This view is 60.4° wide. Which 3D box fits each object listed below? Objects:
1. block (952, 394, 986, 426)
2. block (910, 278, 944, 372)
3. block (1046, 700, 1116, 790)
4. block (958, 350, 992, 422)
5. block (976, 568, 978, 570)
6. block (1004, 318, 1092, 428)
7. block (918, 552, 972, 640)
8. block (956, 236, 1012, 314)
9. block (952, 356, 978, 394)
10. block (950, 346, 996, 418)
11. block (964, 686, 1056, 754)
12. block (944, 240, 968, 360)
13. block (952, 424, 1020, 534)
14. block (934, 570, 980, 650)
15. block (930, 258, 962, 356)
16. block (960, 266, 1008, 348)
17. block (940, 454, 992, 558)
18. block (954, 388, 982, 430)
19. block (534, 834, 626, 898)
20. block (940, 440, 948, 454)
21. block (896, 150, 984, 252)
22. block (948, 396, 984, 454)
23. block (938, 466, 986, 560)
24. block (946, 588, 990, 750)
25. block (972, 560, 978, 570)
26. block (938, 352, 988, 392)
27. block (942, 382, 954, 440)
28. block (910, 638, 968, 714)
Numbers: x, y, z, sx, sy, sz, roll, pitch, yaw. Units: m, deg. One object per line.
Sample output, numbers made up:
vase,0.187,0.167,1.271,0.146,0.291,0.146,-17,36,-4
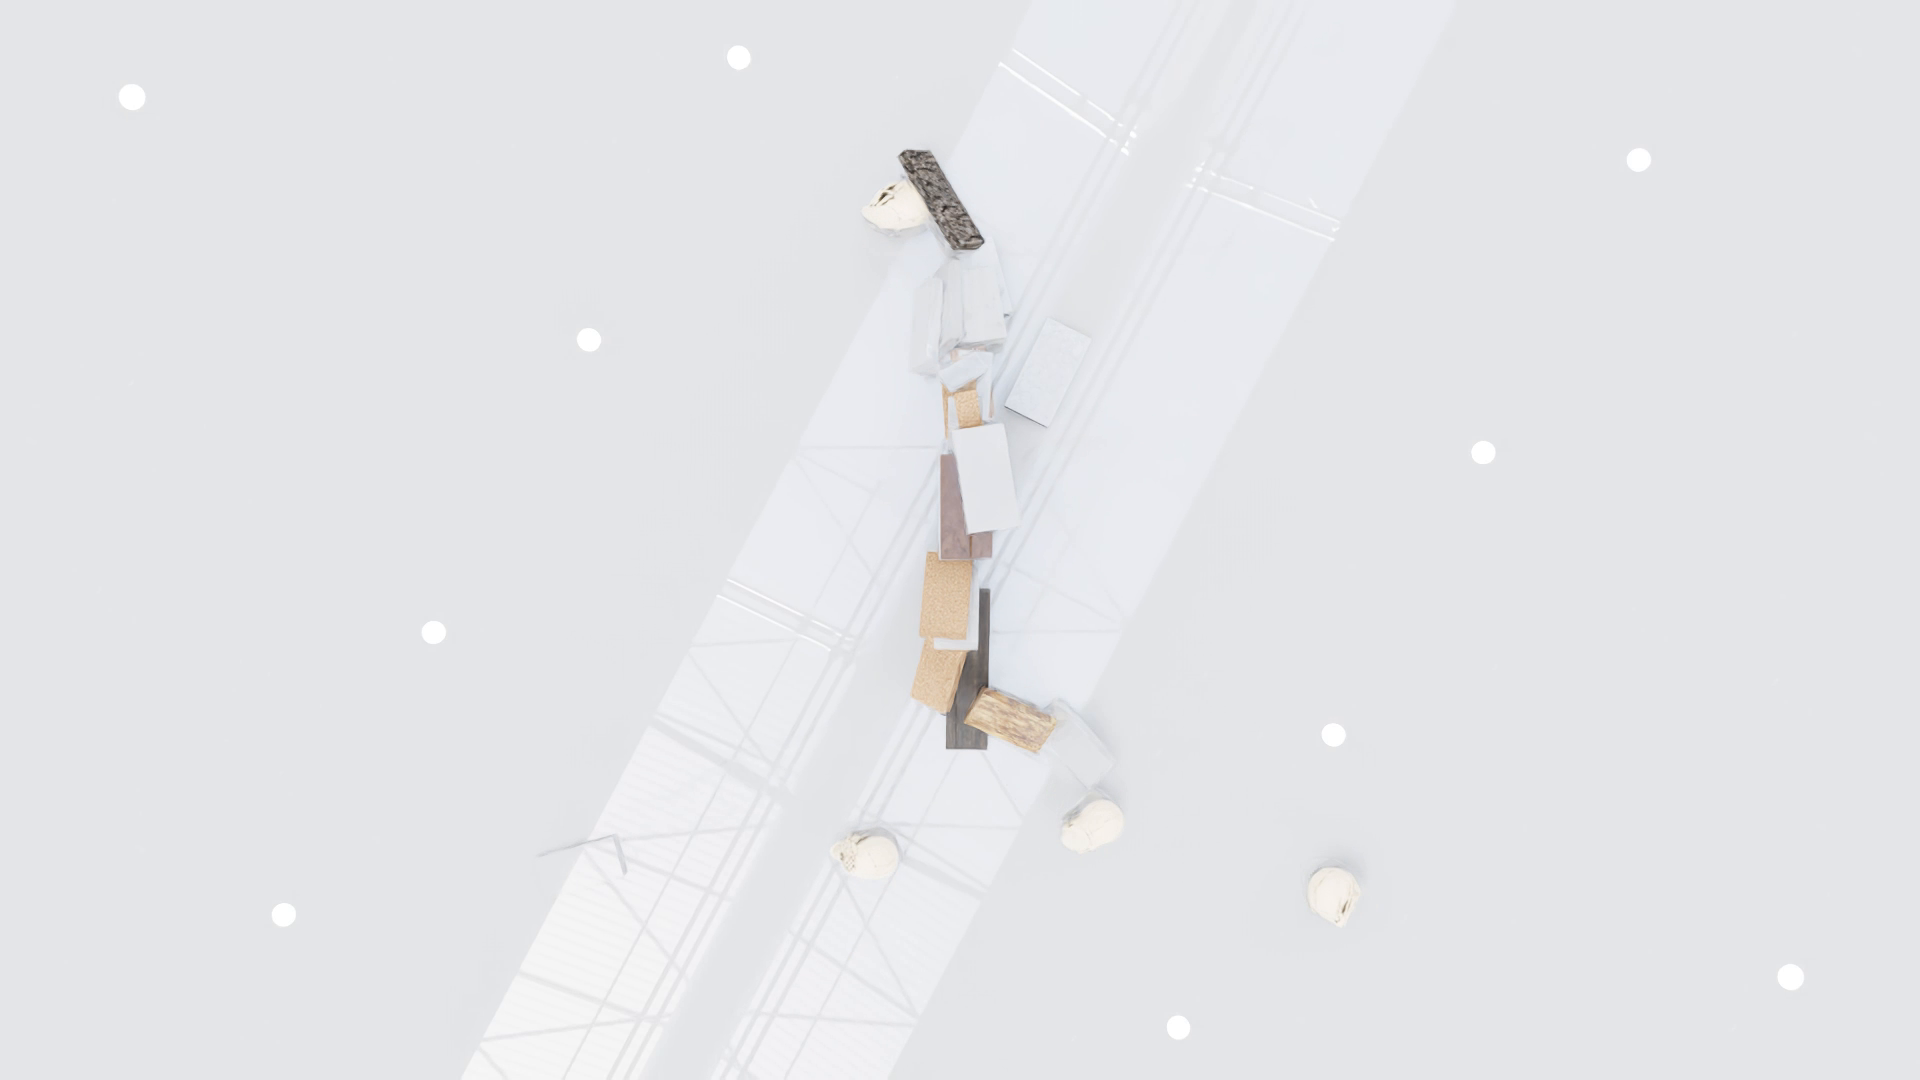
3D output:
block,0.024,-0.358,5.340,0.111,0.031,0.222,4,86,-1
block,-0.110,-0.700,5.388,0.040,0.141,0.283,7,81,-24
block,0.379,0.671,5.403,0.270,0.038,0.135,48,122,21
block,0.043,-0.496,5.318,0.111,0.031,0.222,4,86,-1
block,-0.008,0.018,5.444,0.126,0.036,0.253,-2,108,0
block,0.292,-0.555,5.477,0.163,0.046,0.326,26,90,0
block,-0.043,0.177,5.250,0.149,0.042,0.299,4,55,2
block,0.077,-0.861,5.445,0.130,0.037,0.259,-15,90,0
block,0.014,-0.517,5.268,0.073,0.021,0.146,-4,66,-2
block,0.041,-0.512,5.376,0.117,0.033,0.235,-8,96,1
block,0.164,0.592,5.402,0.270,0.038,0.135,25,119,-11
block,0.015,-0.797,5.482,0.130,0.037,0.398,-1,90,0
block,0.080,-0.191,5.167,0.163,0.046,0.326,-9,87,-6
block,-0.010,0.221,5.269,0.139,0.039,0.278,2,55,0
block,-0.045,-0.756,5.366,0.040,0.141,0.283,8,68,-26
block,0.068,-0.760,5.369,0.130,0.037,0.259,-10,72,0
block,0.020,-0.104,5.208,0.163,0.046,0.326,0,86,-1
block,0.027,-0.403,5.237,0.073,0.021,0.146,-10,109,0
block,-1.262,1.085,5.481,0.270,0.038,0.135,-16,90,0
block,0.004,-0.201,5.363,0.126,0.036,0.253,-1,86,-2
block,-0.061,-1.110,5.381,0.040,0.141,0.370,-36,79,34
block,0.017,-0.347,5.285,0.111,0.031,0.222,1,99,-1
block,0.005,-0.086,5.304,0.149,0.042,0.299,0,82,-1
block,0.025,0.427,5.416,0.139,0.039,0.543,1,104,0
block,-0.003,0.118,5.382,0.116,0.033,0.232,0,101,0
block,0.011,-0.536,5.254,0.146,0.021,0.073,-31,70,-13
block,0.006,-0.406,5.438,0.117,0.033,0.235,-4,105,0
block,-0.064,0.413,5.380,0.139,0.039,0.278,25,113,24
